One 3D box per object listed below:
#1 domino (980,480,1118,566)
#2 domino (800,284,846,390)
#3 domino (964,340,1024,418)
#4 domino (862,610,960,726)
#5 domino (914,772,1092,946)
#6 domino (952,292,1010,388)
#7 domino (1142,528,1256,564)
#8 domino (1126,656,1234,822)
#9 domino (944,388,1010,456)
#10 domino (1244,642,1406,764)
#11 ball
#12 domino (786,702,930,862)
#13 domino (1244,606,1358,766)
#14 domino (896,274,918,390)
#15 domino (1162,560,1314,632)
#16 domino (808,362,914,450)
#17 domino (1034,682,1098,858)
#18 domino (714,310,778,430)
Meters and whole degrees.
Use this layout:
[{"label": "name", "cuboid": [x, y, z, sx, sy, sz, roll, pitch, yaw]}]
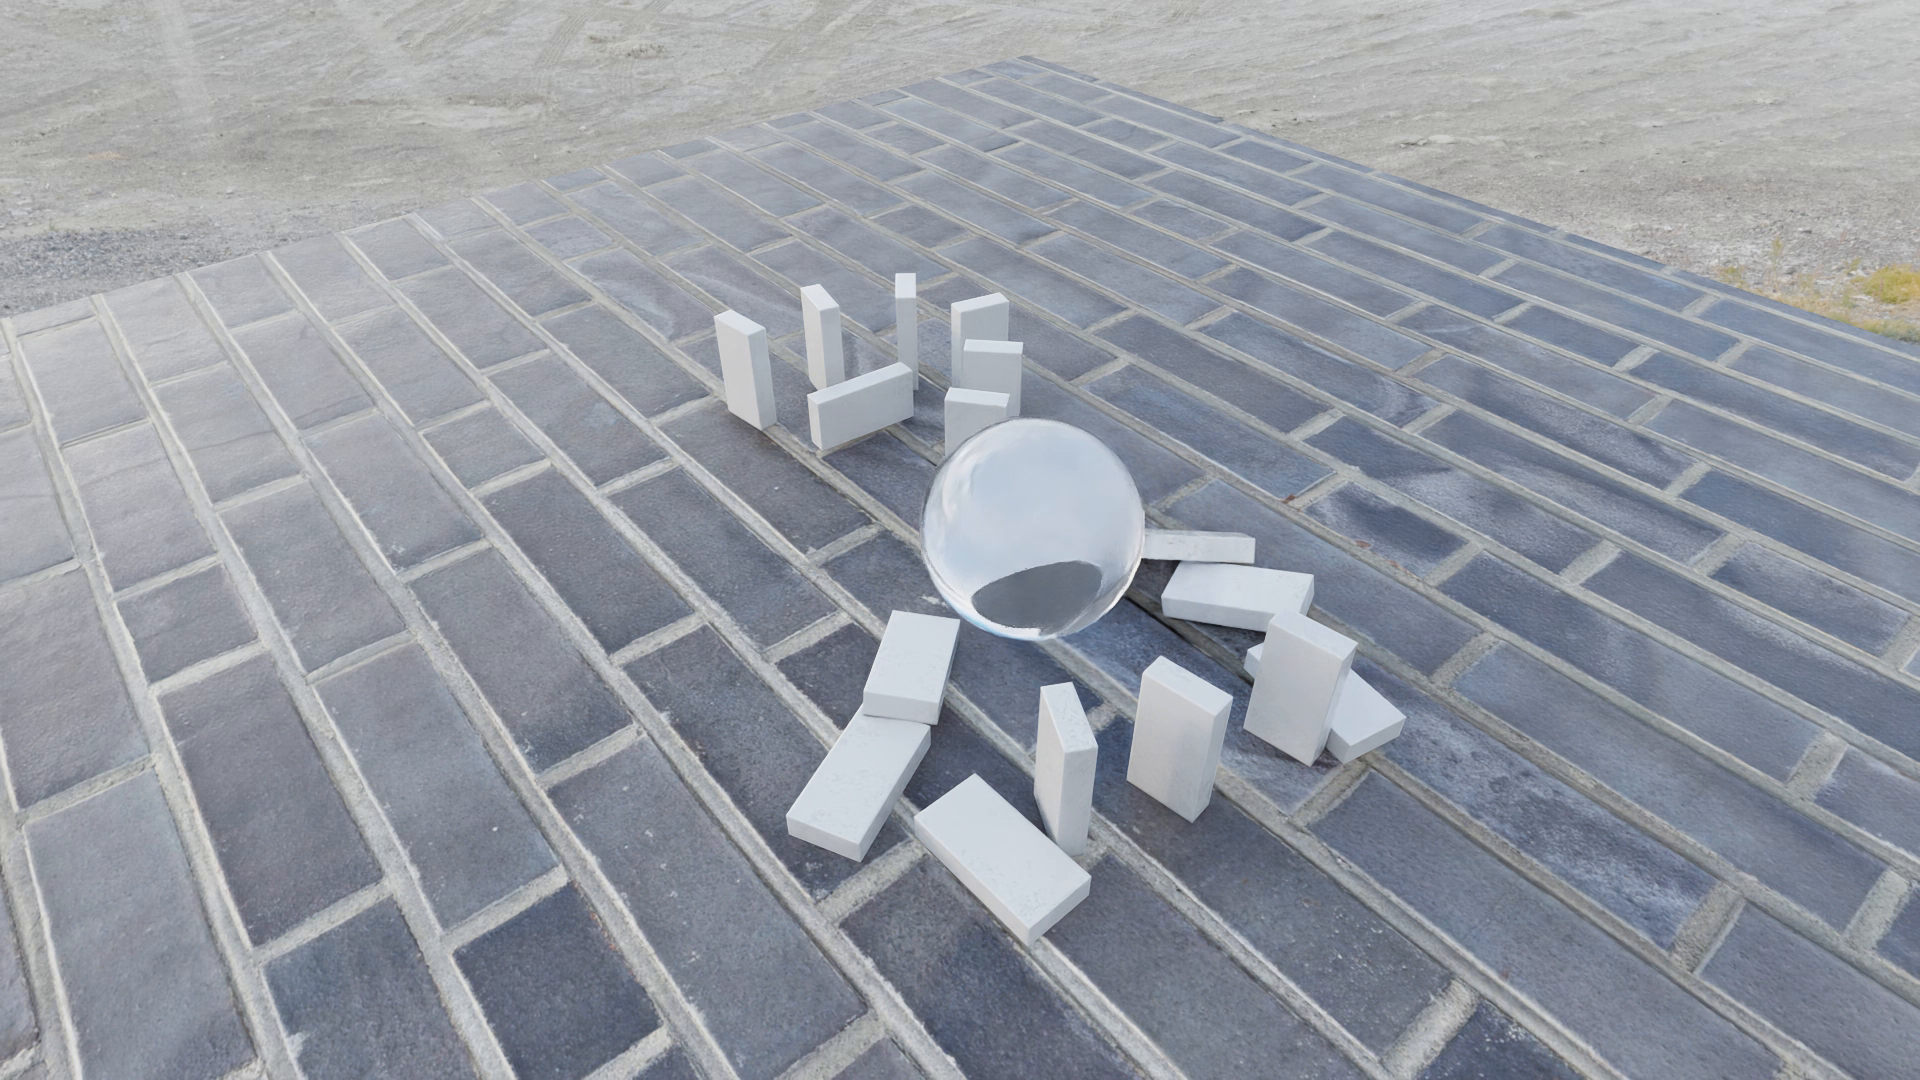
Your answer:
[{"label": "domino", "cuboid": [0.036, -0.008, 0.453, 0.050, 0.010, 0.025, -19, 43, -22]}, {"label": "domino", "cuboid": [-0.065, -0.093, 0.525, 0.010, 0.050, 0.025, -18, 43, -21]}, {"label": "domino", "cuboid": [0.014, -0.064, 0.490, 0.025, 0.050, 0.010, 4, 39, 5]}, {"label": "domino", "cuboid": [-0.016, 0.043, 0.382, 0.025, 0.009, 0.050, 8, 29, 5]}, {"label": "domino", "cuboid": [0.012, 0.094, 0.328, 0.025, 0.010, 0.050, -29, 48, -31]}, {"label": "domino", "cuboid": [0.009, -0.090, 0.521, 0.025, 0.050, 0.010, -17, 42, -20]}, {"label": "domino", "cuboid": [0.088, 0.002, 0.431, 0.050, 0.010, 0.025, 2, 6, 3]}, {"label": "domino", "cuboid": [0.066, 0.062, 0.336, 0.025, 0.050, 0.009, 30, 48, 31]}, {"label": "domino", "cuboid": [0.007, -0.038, 0.458, 0.025, 0.050, 0.009, 8, 40, 9]}, {"label": "domino", "cuboid": [0.125, 0.052, 0.380, 0.025, 0.009, 0.050, -19, 43, -22]}, {"label": "ball", "cuboid": [0.026, -0.004, 0.393, 0.080, 0.080, 0.080, 0, 39, 0]}, {"label": "domino", "cuboid": [-0.031, 0.076, 0.351, 0.025, 0.010, 0.050, 16, 42, 18]}, {"label": "domino", "cuboid": [0.109, 0.048, 0.353, 0.025, 0.050, 0.009, 29, 48, 31]}, {"label": "domino", "cuboid": [-0.026, -0.101, 0.535, 0.010, 0.050, 0.025, -2, 39, -2]}, {"label": "domino", "cuboid": [0.103, 0.021, 0.410, 0.050, 0.010, 0.025, 7, 38, 29]}, {"label": "domino", "cuboid": [-0.045, -0.062, 0.507, 0.050, 0.025, 0.010, -24, 45, -27]}, {"label": "domino", "cuboid": [0.031, 0.069, 0.327, 0.009, 0.050, 0.025, -8, 40, -9]}, {"label": "domino", "cuboid": [-0.098, -0.078, 0.507, 0.025, 0.050, 0.009, 31, 49, 32]}]
